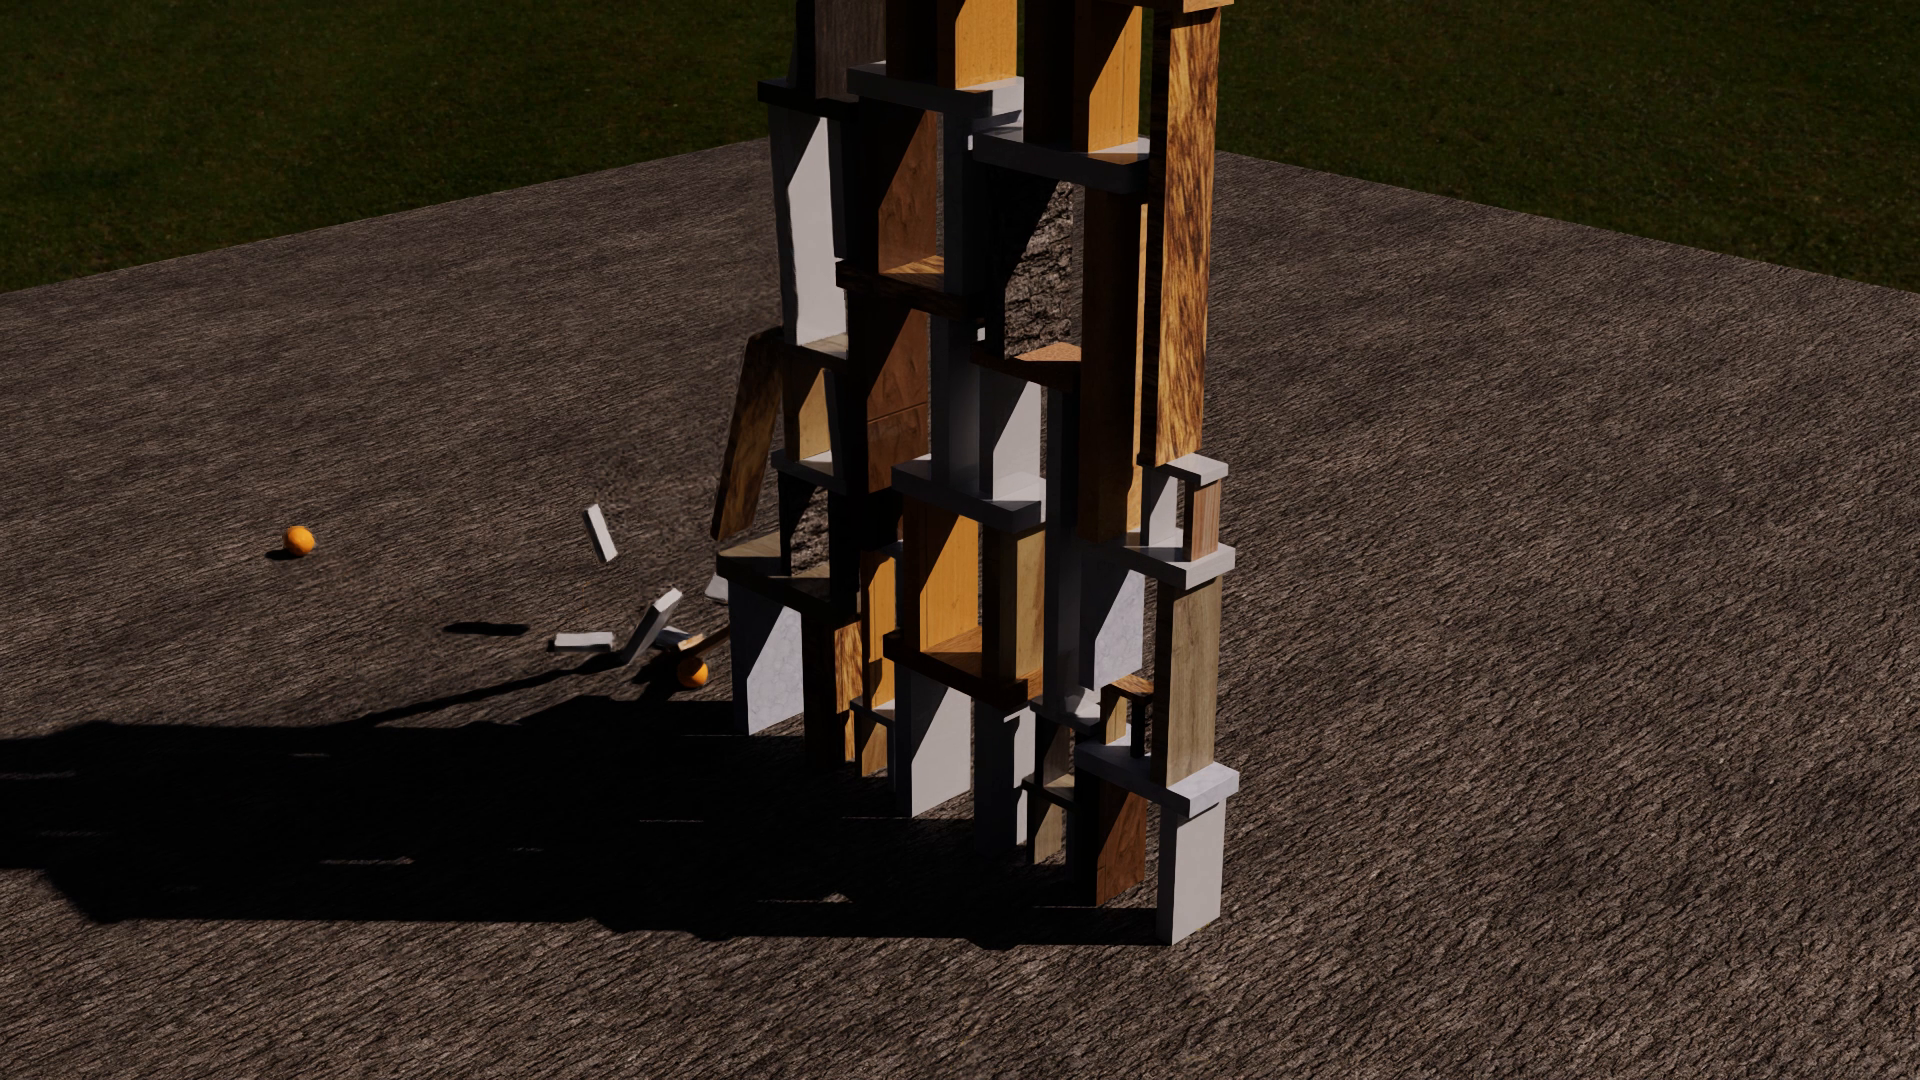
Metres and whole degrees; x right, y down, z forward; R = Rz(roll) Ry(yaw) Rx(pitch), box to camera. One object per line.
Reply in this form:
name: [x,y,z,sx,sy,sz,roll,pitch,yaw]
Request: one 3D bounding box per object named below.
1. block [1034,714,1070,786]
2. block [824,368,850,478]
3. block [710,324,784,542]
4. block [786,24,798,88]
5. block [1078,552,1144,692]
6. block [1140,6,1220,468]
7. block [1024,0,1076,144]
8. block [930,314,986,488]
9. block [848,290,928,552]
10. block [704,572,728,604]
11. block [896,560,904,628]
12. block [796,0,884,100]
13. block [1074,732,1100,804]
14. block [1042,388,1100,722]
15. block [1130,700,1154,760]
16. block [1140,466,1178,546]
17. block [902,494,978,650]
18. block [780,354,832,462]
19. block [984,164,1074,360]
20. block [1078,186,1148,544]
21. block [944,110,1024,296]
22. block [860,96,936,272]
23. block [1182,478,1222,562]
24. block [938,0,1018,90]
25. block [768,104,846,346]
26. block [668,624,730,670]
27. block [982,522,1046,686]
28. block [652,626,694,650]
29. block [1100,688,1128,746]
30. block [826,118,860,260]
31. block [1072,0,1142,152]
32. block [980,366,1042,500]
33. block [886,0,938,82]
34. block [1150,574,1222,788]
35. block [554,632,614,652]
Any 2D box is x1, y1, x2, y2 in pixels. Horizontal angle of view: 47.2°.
block: [0.177,0.388,4.204,0.021,0.151,0.076,21,31,40]
block: [-0.209,-0.242,4.351,0.109,0.219,0.031,-21,25,-41]
block: [-0.441,-0.217,4.638,0.096,0.636,0.027,-26,63,-31]
block: [-0.263,-0.945,4.108,0.096,0.192,0.027,-21,49,-40]
block: [0.275,0.128,3.978,0.132,0.265,0.037,-21,31,-41]
block: [0.360,-0.495,3.620,0.035,0.760,0.125,21,31,40]
block: [0.176,-0.859,3.669,0.154,0.372,0.044,-21,31,-40]
block: [0.021,-0.275,4.081,0.047,0.329,0.164,21,31,41]
block: [-0.137,-0.245,4.258,0.047,0.522,0.164,21,31,40]
block: [-0.518,0.117,5.116,0.141,0.020,0.071,11,57,23]
block: [-0.092,0.095,4.369,0.075,0.149,0.021,-21,31,-41]
block: [-0.217,-1.027,4.020,0.172,0.413,0.049,-21,33,-41]
block: [0.249,0.416,4.140,0.021,0.151,0.076,21,31,40]
block: [0.210,0.018,3.999,0.035,0.648,0.125,21,31,40]
block: [0.337,0.337,4.010,0.057,0.113,0.016,-21,30,-40]
block: [0.346,-0.067,3.821,0.072,0.143,0.020,-21,31,-40]
block: [-0.037,0.042,4.279,0.045,0.319,0.159,21,31,41]
block: [-0.305,-0.278,4.439,0.031,0.219,0.109,20,30,41]
block: [0.122,-0.505,3.874,0.171,0.343,0.049,-21,31,-40]
block: [0.283,-0.312,3.779,0.171,0.625,0.049,-21,31,-40]
block: [0.043,-0.610,3.921,0.045,0.320,0.160,21,31,40]
block: [-0.113,-0.669,4.059,0.045,0.320,0.160,20,30,37]
block: [0.413,-0.041,3.758,0.072,0.143,0.020,-21,31,-40]
block: [0.030,-0.945,3.790,0.044,0.308,0.154,21,31,40]
block: [-0.296,-0.622,4.287,0.131,0.469,0.037,-21,27,-40]
block: [-0.530,0.214,4.932,0.071,0.020,0.401,-22,-5,-41]
block: [0.114,0.100,4.141,0.045,0.319,0.159,21,31,41]
block: [-0.662,0.239,5.174,0.131,0.019,0.066,18,29,36]
block: [0.283,0.317,4.059,0.016,0.113,0.057,21,31,40]
block: [-0.183,-0.670,4.139,0.037,0.261,0.131,19,29,42]
block: [0.243,-0.775,3.627,0.125,0.249,0.035,-21,31,-40]
block: [0.092,-0.211,4.030,0.035,0.250,0.125,21,31,41]
block: [-0.052,-0.992,3.852,0.049,0.345,0.172,22,31,40]
block: [0.400,0.237,3.888,0.132,0.394,0.037,-21,31,-41]
block: [-0.884,0.241,5.169,0.131,0.019,0.066,-1,23,-2]
